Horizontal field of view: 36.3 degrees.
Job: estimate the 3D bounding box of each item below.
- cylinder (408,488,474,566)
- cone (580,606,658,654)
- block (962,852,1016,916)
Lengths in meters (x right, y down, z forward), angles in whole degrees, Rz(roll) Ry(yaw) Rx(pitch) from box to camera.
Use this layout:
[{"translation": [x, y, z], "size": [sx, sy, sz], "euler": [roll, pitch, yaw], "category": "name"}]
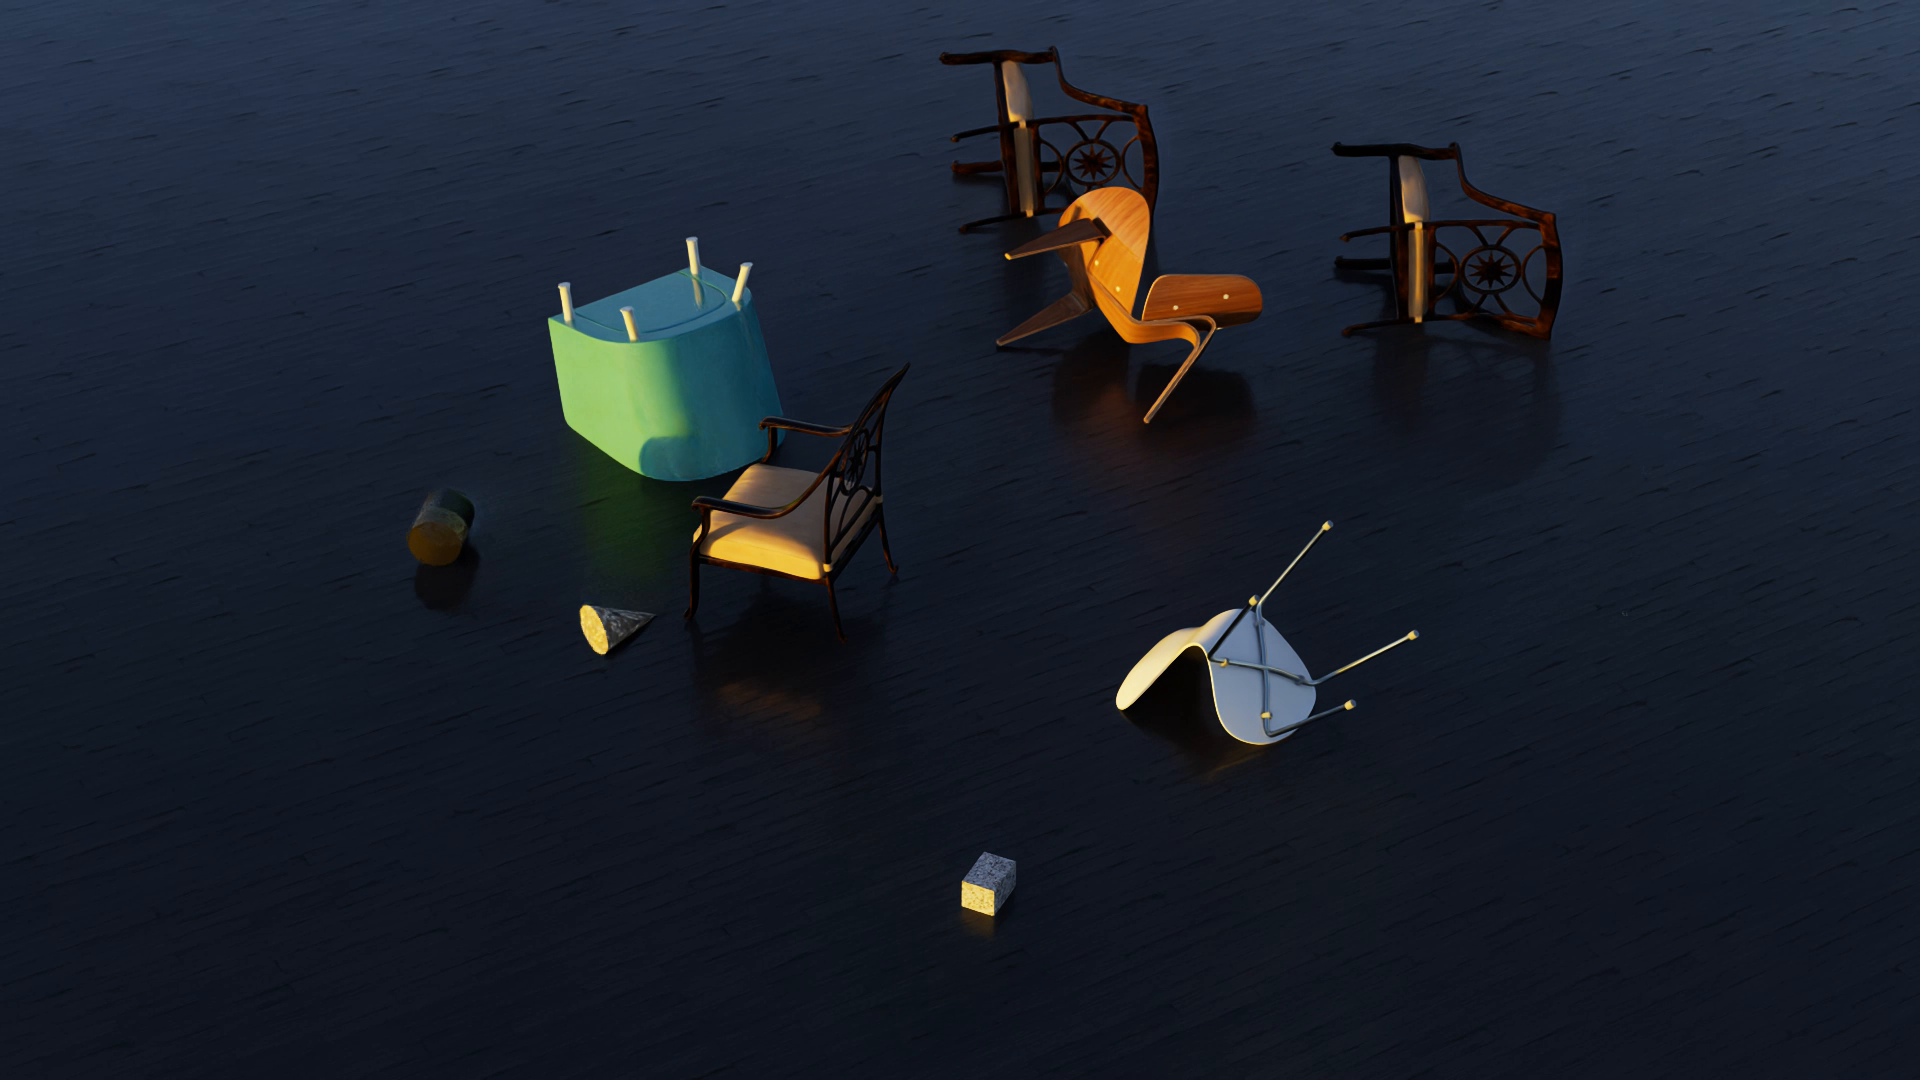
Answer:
[{"translation": [-1.915, -0.048, 10.838], "size": [0.192, 0.201, 0.223], "euler": [41, 28, -19], "category": "cylinder"}, {"translation": [-1.188, 0.293, 10.435], "size": [0.295, 0.118, 0.195], "euler": [-13, 69, -44], "category": "cone"}, {"translation": [0.091, 1.080, 9.212], "size": [0.111, 0.102, 0.160], "euler": [15, 36, 21], "category": "block"}]
